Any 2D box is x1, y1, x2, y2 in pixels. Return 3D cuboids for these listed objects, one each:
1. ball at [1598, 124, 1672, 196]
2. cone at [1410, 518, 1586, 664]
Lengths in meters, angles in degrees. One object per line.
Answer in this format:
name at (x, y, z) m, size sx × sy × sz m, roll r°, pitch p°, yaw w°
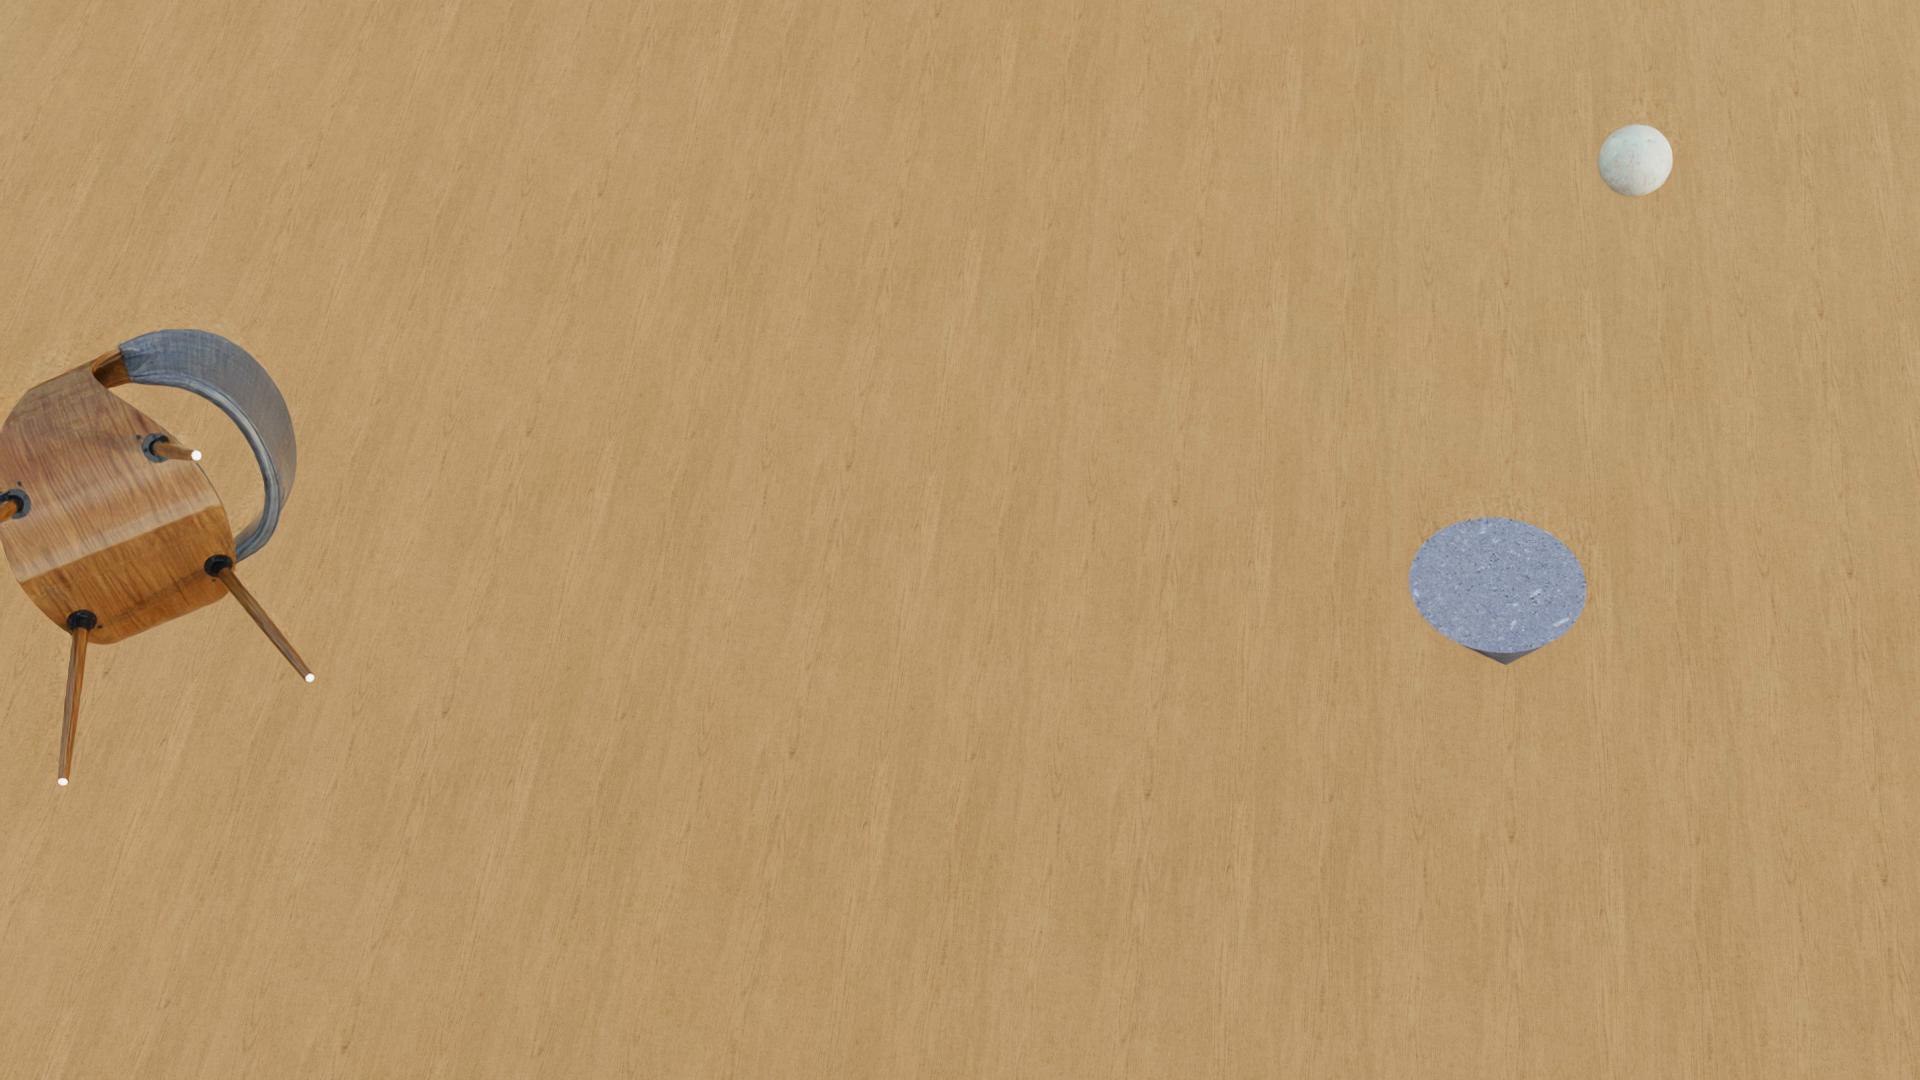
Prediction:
ball at (1.438, -0.808, 4.683) m, size 0.153 × 0.153 × 0.153 m, roll 0°, pitch 56°, yaw 0°
cone at (0.923, 0.145, 3.748) m, size 0.273 × 0.219 × 0.314 m, roll -30°, pitch 45°, yaw -9°
